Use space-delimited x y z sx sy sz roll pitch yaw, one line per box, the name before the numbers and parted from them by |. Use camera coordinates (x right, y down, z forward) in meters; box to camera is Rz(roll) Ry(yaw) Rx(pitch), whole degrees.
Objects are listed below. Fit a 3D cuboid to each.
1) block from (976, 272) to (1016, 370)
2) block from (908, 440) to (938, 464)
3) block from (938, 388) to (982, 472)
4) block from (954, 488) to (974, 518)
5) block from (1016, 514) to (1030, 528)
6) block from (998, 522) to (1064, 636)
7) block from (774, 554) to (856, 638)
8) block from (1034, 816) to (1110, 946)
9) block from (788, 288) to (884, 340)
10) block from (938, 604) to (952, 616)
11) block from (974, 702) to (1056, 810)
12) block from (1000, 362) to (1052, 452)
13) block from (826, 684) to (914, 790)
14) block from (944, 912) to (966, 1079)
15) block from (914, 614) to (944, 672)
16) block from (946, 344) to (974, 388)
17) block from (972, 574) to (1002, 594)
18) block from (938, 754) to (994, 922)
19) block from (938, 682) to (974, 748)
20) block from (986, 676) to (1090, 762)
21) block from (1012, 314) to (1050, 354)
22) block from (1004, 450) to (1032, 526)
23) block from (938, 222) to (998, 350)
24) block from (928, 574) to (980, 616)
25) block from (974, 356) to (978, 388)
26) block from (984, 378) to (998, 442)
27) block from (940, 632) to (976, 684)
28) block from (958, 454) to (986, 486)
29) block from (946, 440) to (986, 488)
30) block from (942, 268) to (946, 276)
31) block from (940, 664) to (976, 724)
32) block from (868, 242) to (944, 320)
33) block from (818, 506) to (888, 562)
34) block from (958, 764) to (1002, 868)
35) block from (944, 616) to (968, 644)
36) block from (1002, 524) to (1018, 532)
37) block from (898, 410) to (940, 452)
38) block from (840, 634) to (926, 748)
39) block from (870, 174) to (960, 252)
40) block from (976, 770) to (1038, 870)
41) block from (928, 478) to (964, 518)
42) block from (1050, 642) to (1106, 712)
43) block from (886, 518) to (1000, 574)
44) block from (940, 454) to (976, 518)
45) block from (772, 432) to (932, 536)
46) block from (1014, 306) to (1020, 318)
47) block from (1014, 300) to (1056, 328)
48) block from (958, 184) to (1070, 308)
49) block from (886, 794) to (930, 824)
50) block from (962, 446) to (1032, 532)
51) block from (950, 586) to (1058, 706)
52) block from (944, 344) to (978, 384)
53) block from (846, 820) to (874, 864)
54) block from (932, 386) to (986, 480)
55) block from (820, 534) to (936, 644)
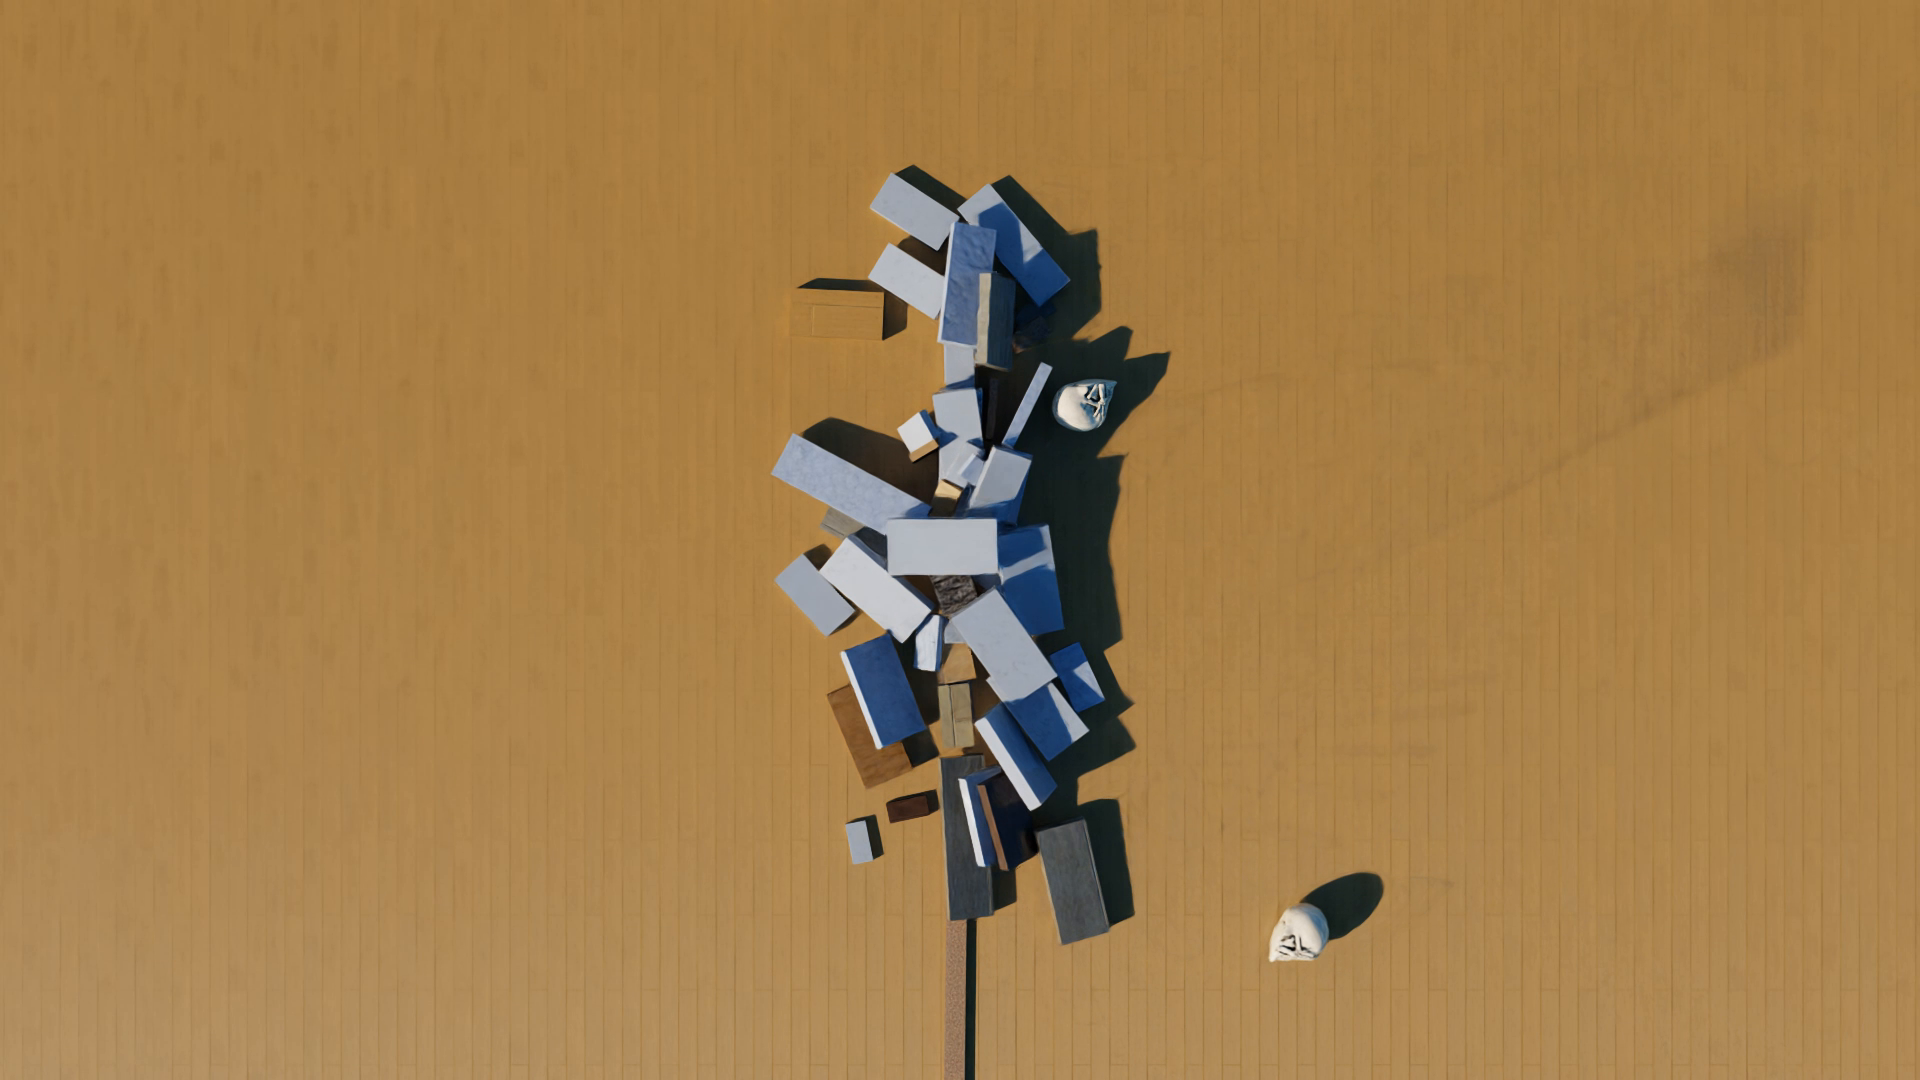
block | 0.116 -0.709 5.374 0.042 0.147 0.293 1 87 34
block | -0.119 -0.288 5.401 0.099 0.198 0.028 -31 91 0
block | 0.002 -0.360 5.431 0.140 0.040 0.281 1 110 -1
block | 0.019 -0.103 5.433 0.068 0.019 0.136 7 105 -2
block | 0.212 -0.010 5.490 0.069 0.020 0.139 -26 90 0
block | 0.225 0.136 5.416 0.179 0.051 0.357 -12 104 -11
block | -0.482 0.183 5.482 0.130 0.037 0.259 -43 90 0
block | 0.370 1.127 5.452 0.169 0.048 0.385 -13 92 -11
block | -0.409 -0.749 5.478 0.309 0.044 0.154 3 90 0
block | -0.011 0.163 5.458 0.092 0.026 0.185 9 75 6
block | 0.185 0.706 5.413 0.048 0.169 0.338 -33 90 25
block | 0.215 -0.431 5.410 0.042 0.147 0.293 26 83 0
block | -0.298 0.638 5.476 0.169 0.048 0.338 -23 90 0
block | -0.013 1.319 5.490 0.068 0.019 1.146 1 90 0
block | -0.103 0.338 5.461 0.092 0.026 0.185 5 90 38
block | 0.000 -0.577 5.415 0.094 0.027 0.188 -1 93 0
block | 0.089 0.122 5.439 0.064 0.018 0.263 -41 104 22
block | 0.020 0.981 5.457 0.149 0.042 0.535 -4 91 -14
block | -0.013 0.581 5.456 0.104 0.029 0.208 -5 90 0
block | 0.257 0.545 5.458 0.169 0.048 0.338 -38 86 5
block | 0.227 -0.683 5.478 0.135 0.019 0.068 -33 114 0
block | 0.160 -0.178 5.456 0.107 0.030 0.243 14 76 0
block | 0.024 -0.830 5.385 0.147 0.042 0.399 9 82 -16
block | -0.034 0.105 5.389 0.130 0.037 0.259 -20 92 9
block | 0.012 -0.511 5.458 0.094 0.027 0.188 -4 101 0
block | 0.105 -0.429 5.451 0.028 0.099 0.198 5 90 0
block | -0.017 0.366 5.463 0.104 0.029 0.208 -12 78 0
block | 0.075 -0.205 5.356 0.162 0.023 0.081 36 97 -35
block | 0.018 -0.245 5.352 0.069 0.020 0.139 29 103 -8
block | -0.003 -0.794 5.485 0.109 0.031 0.219 0 90 0
block | -0.010 0.510 5.485 0.104 0.029 0.208 -6 90 0
block | -0.156 -0.853 5.448 0.270 0.038 0.135 34 97 11
block | -0.294 -0.036 5.461 0.309 0.044 0.154 28 90 6
block | 0.096 0.906 5.425 0.149 0.042 0.298 -16 97 -36
block | -0.006 0.249 5.460 0.092 0.026 0.185 -2 74 3
block | 0.149 -0.058 5.471 0.069 0.020 0.139 -16 75 3
block | -0.136 -0.353 5.405 0.028 0.198 0.099 -29 90 -26
block | -0.253 0.497 5.431 0.169 0.048 0.338 -21 89 -27
block | -0.150 -1.087 5.481 0.270 0.038 0.135 33 90 0
block | 0.161 0.916 5.417 0.149 0.042 0.298 -22 100 -38
block | -0.056 -0.111 5.421 0.081 0.023 0.162 30 114 14
block | 0.390 0.456 5.485 0.107 0.030 0.213 -25 90 0
block | -0.054 0.019 5.335 0.357 0.051 0.179 0 98 9
block | 0.001 -0.177 5.443 0.140 0.040 0.281 0 105 0
block | -0.355 -0.162 5.430 0.523 0.044 0.154 28 90 6
block | 0.133 -0.724 5.479 0.068 0.019 0.135 34 90 22
block | 0.247 -0.755 5.490 0.135 0.019 0.068 -33 90 0
block | 0.178 -0.976 5.471 0.135 0.038 0.424 -40 87 0
block | -0.173 0.895 5.490 0.136 0.019 0.068 -12 90 0
block | 0.120 -0.166 5.346 0.130 0.037 0.259 17 106 -21
block | 0.143 0.345 5.374 0.179 0.051 0.357 -34 102 5
block | 0.001 -0.631 5.464 0.109 0.031 0.219 -1 101 0
block | -0.335 1.005 5.490 0.068 0.019 0.136 -12 90 0
block | 0.000 -0.347 5.355 0.140 0.040 0.281 -8 105 2
block | -0.274 0.160 5.441 0.365 0.048 0.169 41 116 0
